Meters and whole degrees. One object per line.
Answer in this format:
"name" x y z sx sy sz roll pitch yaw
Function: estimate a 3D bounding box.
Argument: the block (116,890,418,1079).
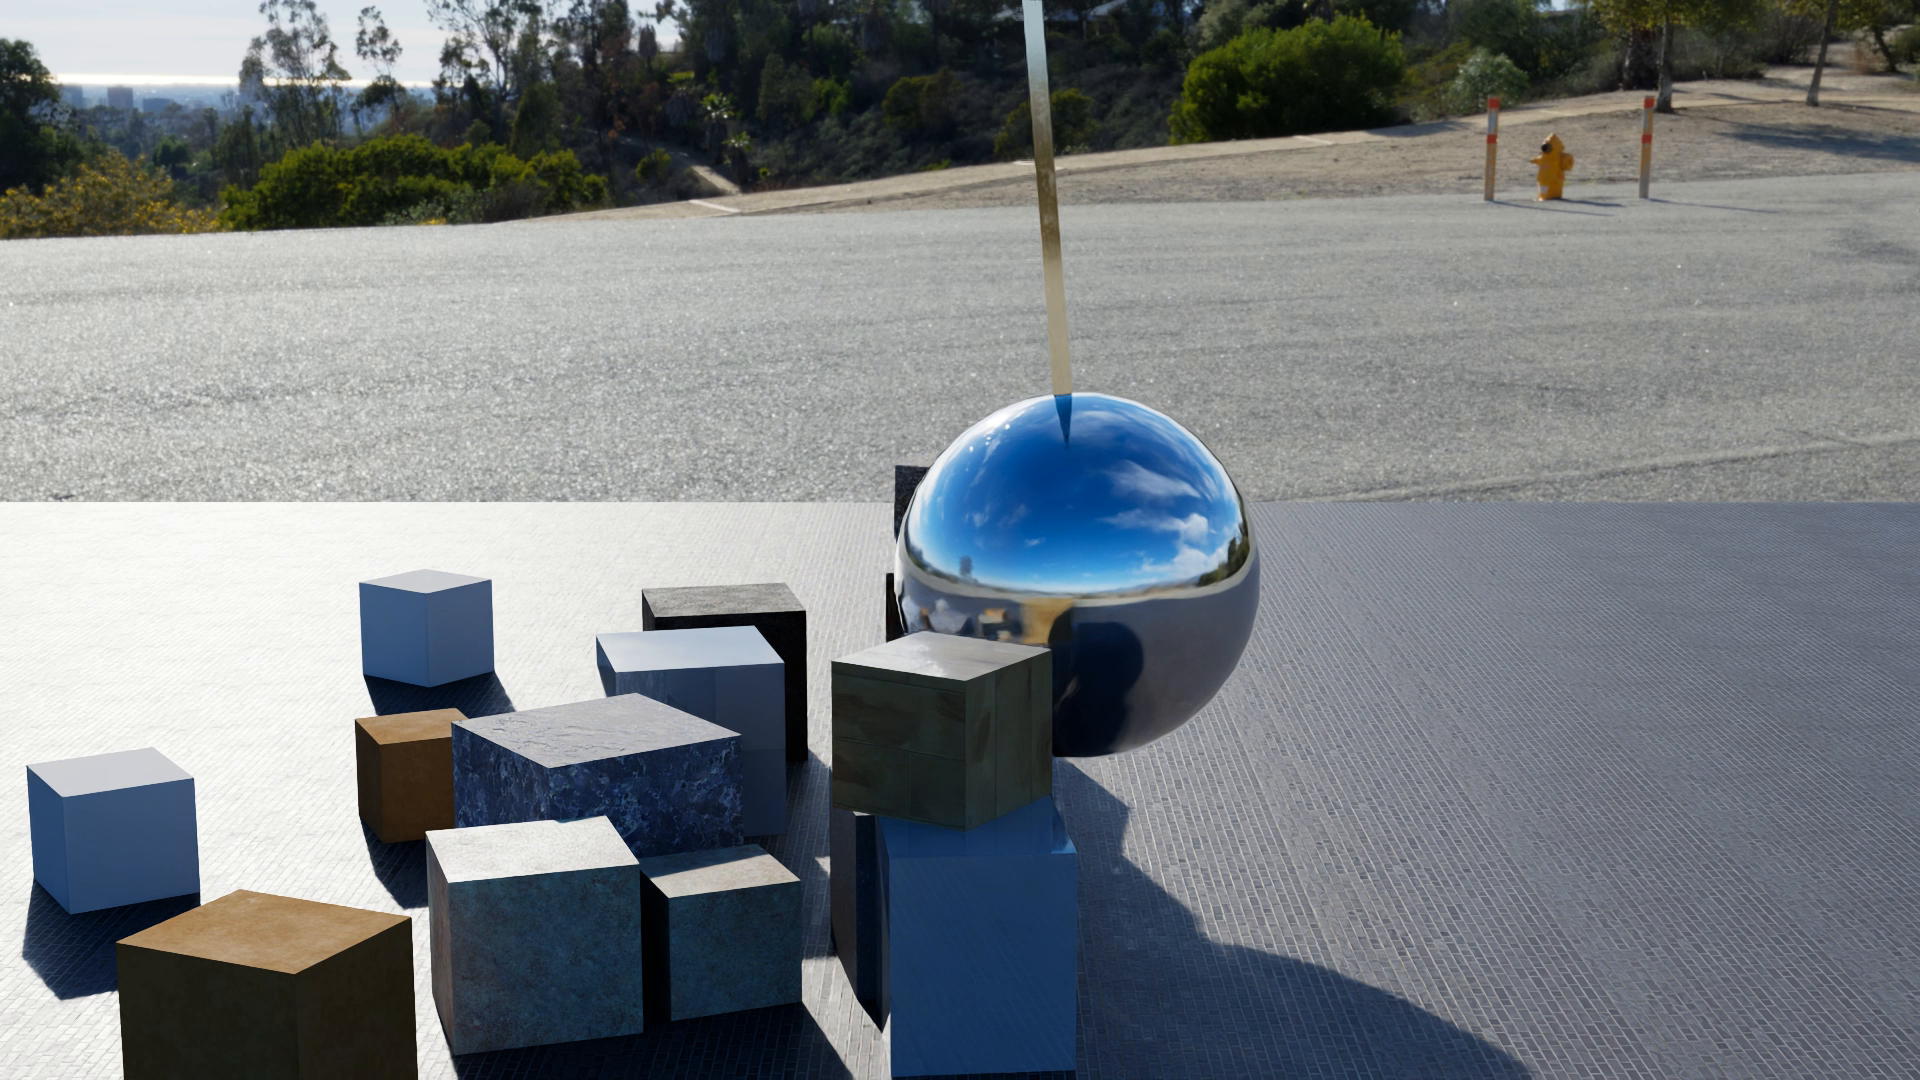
"block" -2.381 1.637 8.855 0.752 0.612 0.633 5 11 24

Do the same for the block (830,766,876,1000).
"block" -0.091 1.329 10.205 0.760 0.734 0.721 -2 10 -11

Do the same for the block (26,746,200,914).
"block" -3.701 1.258 11.208 0.555 0.514 0.616 -7 12 -33

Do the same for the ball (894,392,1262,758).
"ball" 0.511 0.151 11.208 1.600 1.600 1.600 0 10 0

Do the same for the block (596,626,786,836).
"block" -1.292 0.915 12.238 0.780 0.820 0.834 -3 11 -14

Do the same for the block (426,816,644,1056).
"block" -1.607 1.471 9.655 0.692 0.652 0.661 -3 11 -18

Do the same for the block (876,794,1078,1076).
"block" 0.046 1.433 9.431 0.663 0.806 0.768 -1 10 -5

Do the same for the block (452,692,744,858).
"block" -1.533 1.182 10.843 0.888 0.795 0.907 -7 13 -35

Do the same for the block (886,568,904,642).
"block" -0.016 0.360 12.688 0.552 0.473 0.537 3 11 18

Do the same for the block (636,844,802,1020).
"block" -0.946 1.508 9.923 0.522 0.483 0.515 -4 11 -23

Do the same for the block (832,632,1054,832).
"block" -0.063 0.705 9.616 0.591 0.562 0.607 7 12 32

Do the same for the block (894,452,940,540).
"block" -0.023 -0.131 12.596 0.500 0.527 0.448 2 11 12

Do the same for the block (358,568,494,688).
"block" -3.155 0.513 15.191 0.574 0.555 0.520 7 13 35

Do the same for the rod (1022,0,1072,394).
"rod" 0.221 -3.182 10.602 0.080 5.200 0.080 -5 10 1

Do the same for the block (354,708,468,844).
"block" -2.553 1.109 12.146 0.491 0.473 0.534 -5 11 -25

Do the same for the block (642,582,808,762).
"block" -1.245 0.700 13.502 0.775 0.792 0.748 -2 11 -12
